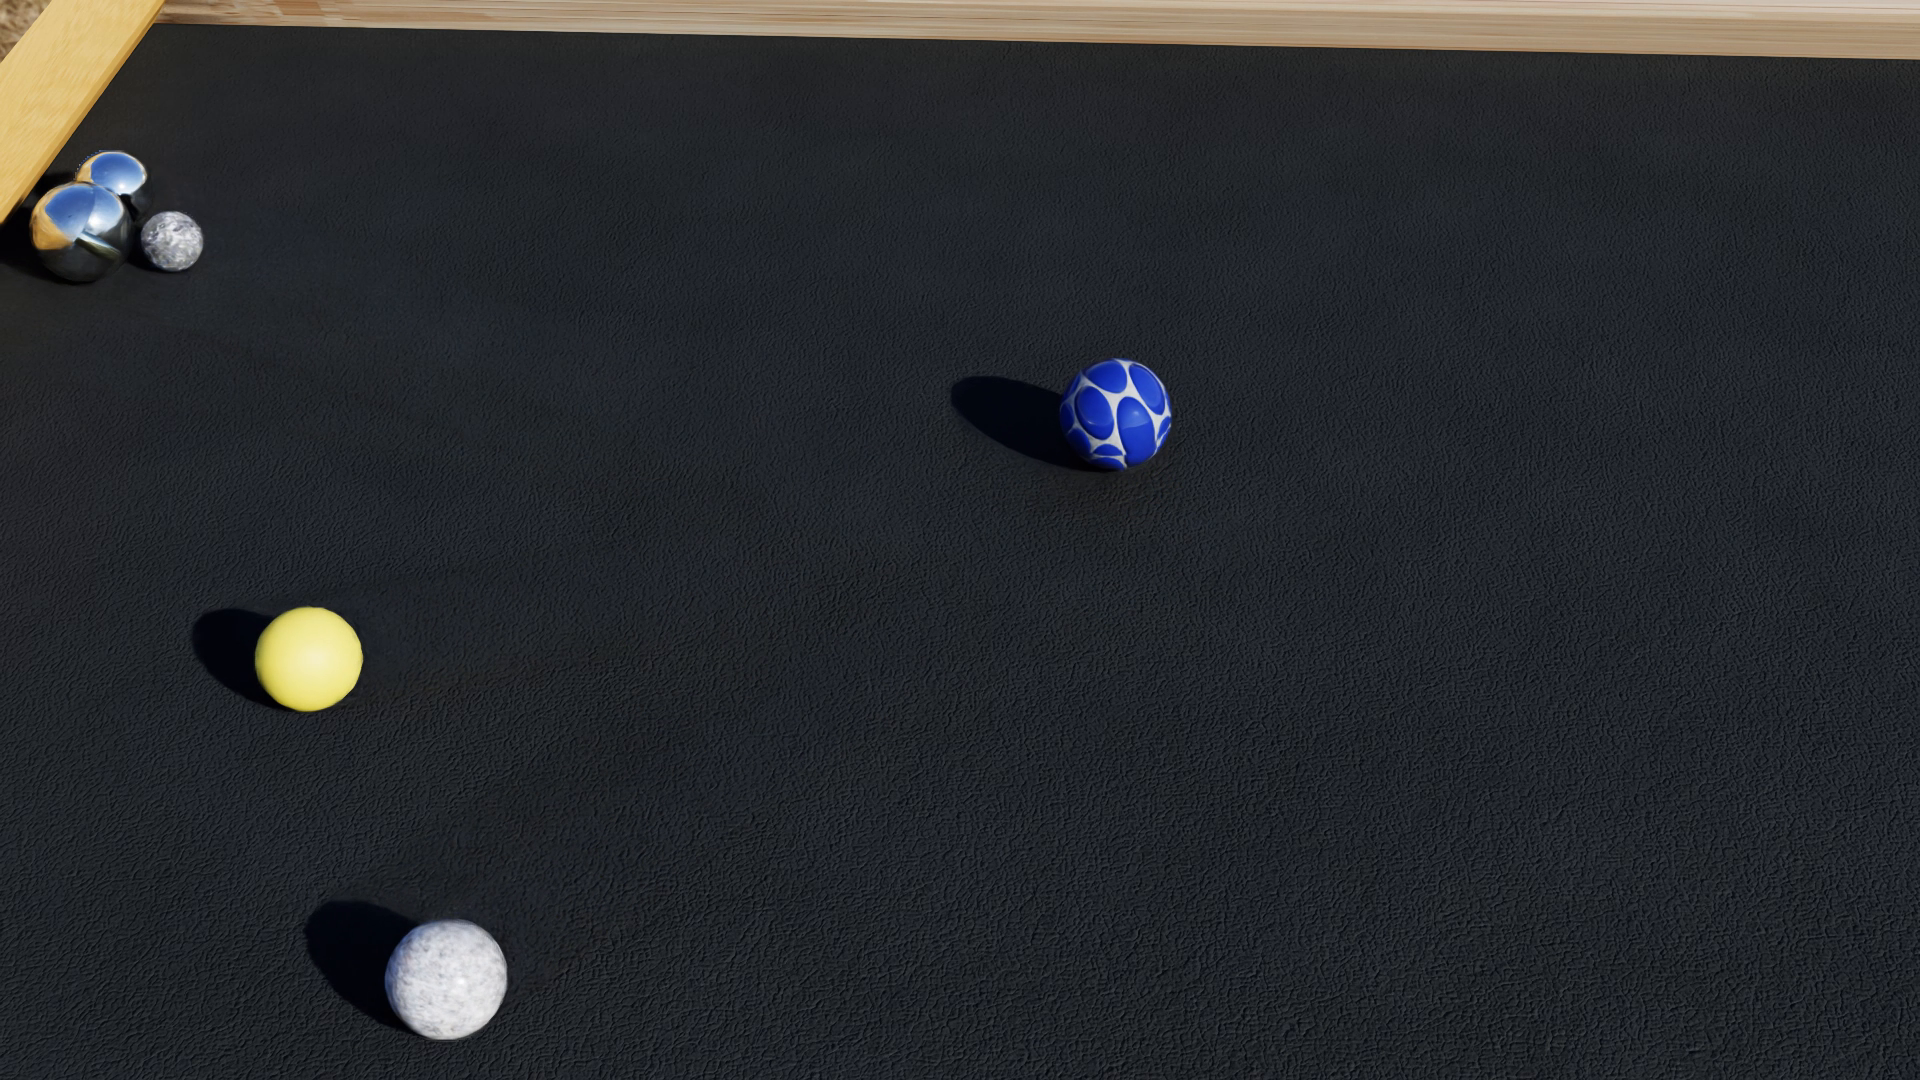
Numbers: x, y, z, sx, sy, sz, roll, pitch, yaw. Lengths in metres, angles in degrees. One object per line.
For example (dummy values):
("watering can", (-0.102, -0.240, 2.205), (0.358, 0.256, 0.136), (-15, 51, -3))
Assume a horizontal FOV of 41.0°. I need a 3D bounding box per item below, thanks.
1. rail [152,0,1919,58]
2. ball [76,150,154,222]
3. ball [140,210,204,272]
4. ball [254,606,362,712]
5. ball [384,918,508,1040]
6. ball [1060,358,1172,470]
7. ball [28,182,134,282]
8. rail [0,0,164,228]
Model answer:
("rail", (0.883, -0.499, 2.411), (3.369, 0.119, 0.045), (2, 36, 2))
("ball", (-0.718, -0.298, 2.179), (0.064, 0.064, 0.064), (0, 36, 0))
("ball", (-0.651, -0.247, 2.119), (0.050, 0.050, 0.050), (0, 36, 0))
("ball", (-0.419, 0.077, 1.651), (0.068, 0.068, 0.068), (0, 36, 0))
("ball", (-0.284, 0.243, 1.419), (0.067, 0.067, 0.067), (0, 36, 0))
("ball", (0.114, -0.092, 1.874), (0.082, 0.082, 0.082), (0, 36, 0))
("ball", (-0.718, -0.252, 2.099), (0.082, 0.082, 0.082), (0, 36, 0))
("rail", (-0.817, -0.045, 1.774), (0.045, 0.119, 1.775), (2, 36, 2))
